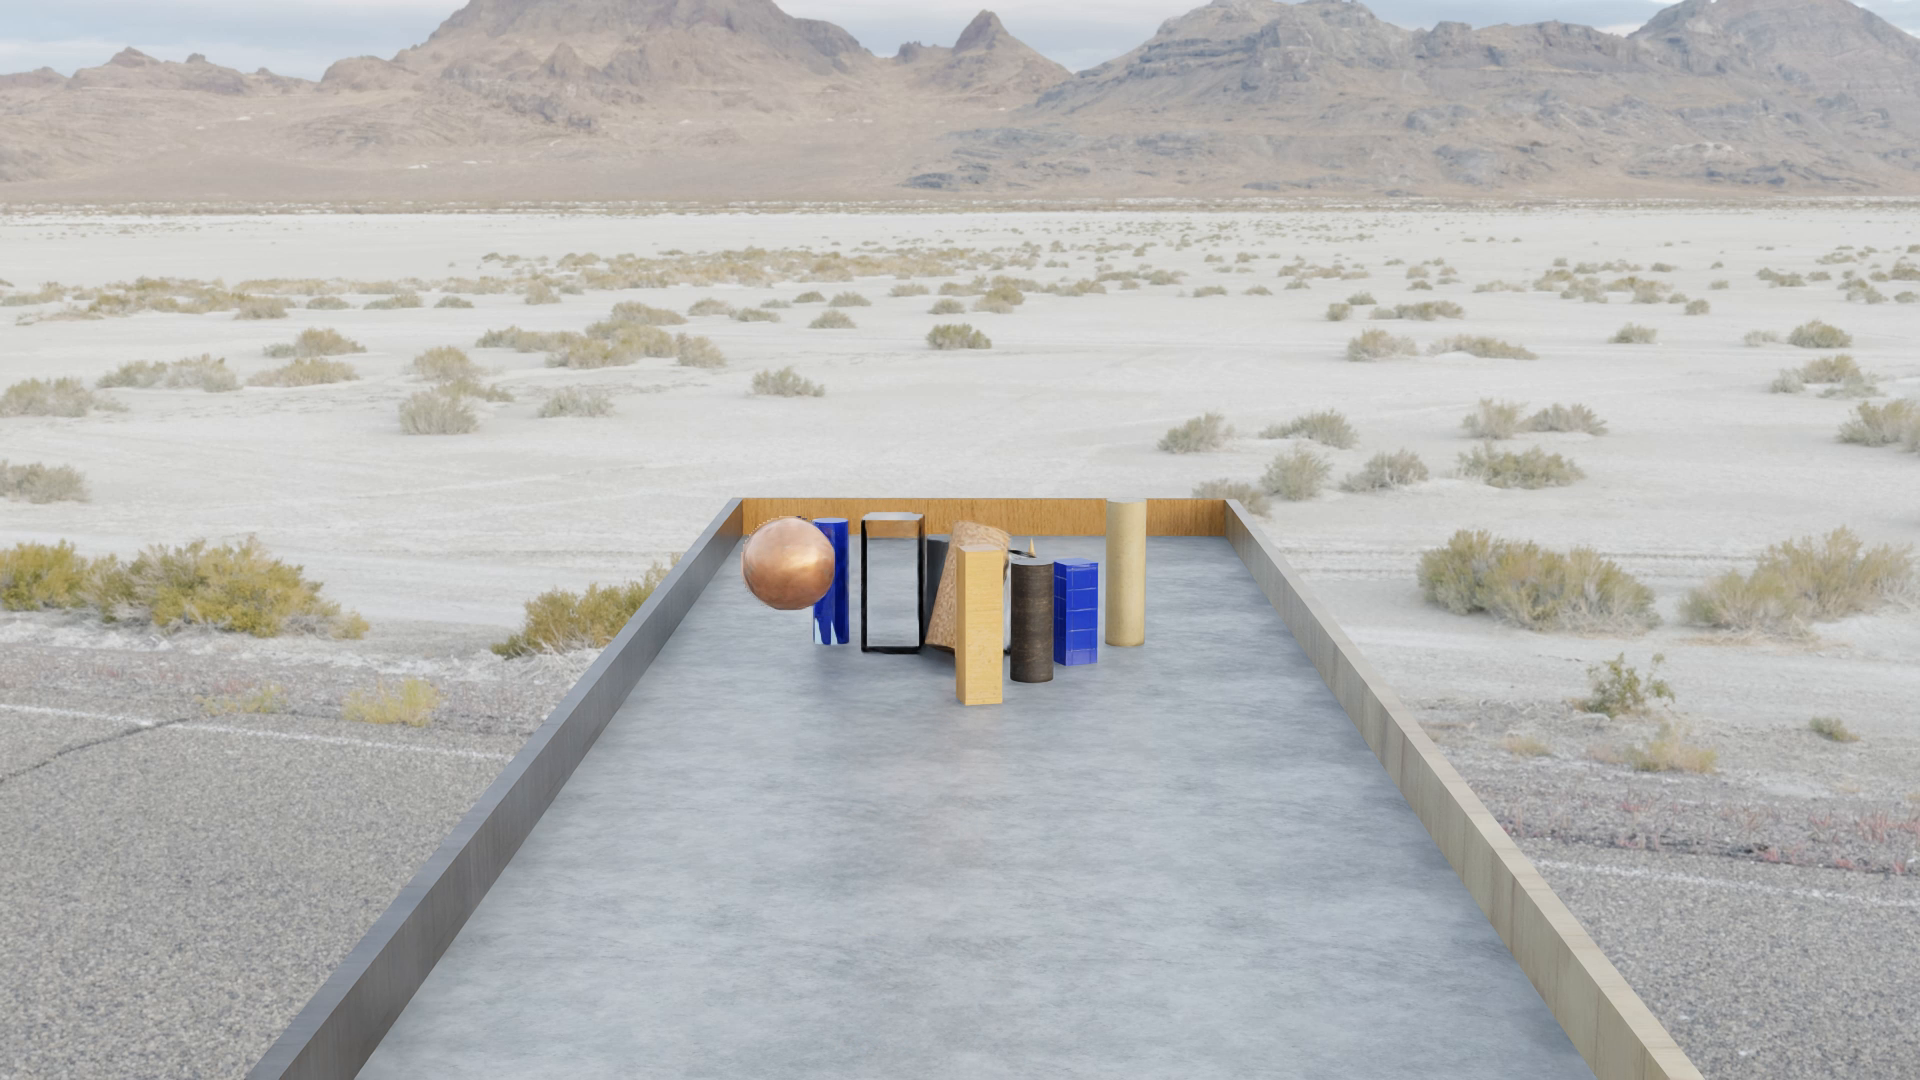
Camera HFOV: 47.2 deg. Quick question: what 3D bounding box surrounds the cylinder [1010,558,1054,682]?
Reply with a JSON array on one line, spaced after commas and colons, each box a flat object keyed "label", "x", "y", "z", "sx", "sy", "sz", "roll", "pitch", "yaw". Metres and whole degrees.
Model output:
[{"label": "cylinder", "x": 0.211, "y": 0.234, "z": 6.424, "sx": 0.127, "sy": 0.347, "sz": 0.127, "roll": 0, "pitch": 9, "yaw": 0}]

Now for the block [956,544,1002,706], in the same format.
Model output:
[{"label": "block", "x": 0.053, "y": 0.236, "z": 6.141, "sx": 0.106, "sy": 0.432, "sz": 0.106, "roll": -2, "pitch": 9, "yaw": -15}]

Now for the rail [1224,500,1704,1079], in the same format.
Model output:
[{"label": "rail", "x": 1.046, "y": 0.843, "z": 3.208, "sx": 0.050, "sy": 0.150, "sz": 12.000, "roll": 0, "pitch": 9, "yaw": 1}]

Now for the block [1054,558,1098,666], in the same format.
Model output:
[{"label": "block", "x": 0.344, "y": 0.216, "z": 6.663, "sx": 0.108, "sy": 0.307, "sz": 0.108, "roll": -4, "pitch": 10, "yaw": -25}]

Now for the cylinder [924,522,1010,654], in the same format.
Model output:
[{"label": "cylinder", "x": 0.025, "y": 0.152, "z": 6.701, "sx": 0.178, "sy": 0.384, "sz": 0.178, "roll": 14, "pitch": -8, "yaw": 2}]

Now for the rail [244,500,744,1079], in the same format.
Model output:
[{"label": "rail", "x": -1.004, "y": 0.839, "z": 3.234, "sx": 0.050, "sy": 0.150, "sz": 12.000, "roll": 0, "pitch": 9, "yaw": 1}]

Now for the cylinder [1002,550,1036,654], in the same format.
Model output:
[{"label": "cylinder", "x": 0.152, "y": 0.190, "z": 6.787, "sx": 0.107, "sy": 0.304, "sz": 0.107, "roll": 16, "pitch": -10, "yaw": 3}]

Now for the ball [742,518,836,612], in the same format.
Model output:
[{"label": "ball", "x": -0.520, "y": 0.075, "z": 6.701, "sx": 0.284, "sy": 0.284, "sz": 0.284, "roll": 0, "pitch": 9, "yaw": 0}]

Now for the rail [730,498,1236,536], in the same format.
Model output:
[{"label": "rail", "x": 0.099, "y": -0.098, "z": 9.147, "sx": 2.100, "sy": 0.150, "sz": 0.050, "roll": 0, "pitch": 9, "yaw": 1}]

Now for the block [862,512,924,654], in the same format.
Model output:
[{"label": "block", "x": -0.208, "y": 0.132, "z": 6.842, "sx": 0.175, "sy": 0.414, "sz": 0.175, "roll": 1, "pitch": 8, "yaw": 5}]

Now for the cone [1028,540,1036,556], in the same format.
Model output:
[{"label": "cone", "x": 0.224, "y": 0.160, "z": 6.914, "sx": 0.151, "sy": 0.340, "sz": 0.151, "roll": 0, "pitch": 9, "yaw": 0}]

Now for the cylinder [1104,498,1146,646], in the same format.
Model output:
[{"label": "cylinder", "x": 0.521, "y": 0.100, "z": 6.922, "sx": 0.126, "sy": 0.457, "sz": 0.126, "roll": 0, "pitch": 9, "yaw": 0}]

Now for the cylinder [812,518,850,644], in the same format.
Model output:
[{"label": "cylinder", "x": -0.408, "y": 0.130, "z": 6.950, "sx": 0.113, "sy": 0.389, "sz": 0.113, "roll": 0, "pitch": 9, "yaw": 0}]

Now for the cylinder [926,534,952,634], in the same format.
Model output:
[{"label": "cylinder", "x": -0.031, "y": 0.159, "z": 6.936, "sx": 0.154, "sy": 0.332, "sz": 0.154, "roll": 1, "pitch": 8, "yaw": 0}]
